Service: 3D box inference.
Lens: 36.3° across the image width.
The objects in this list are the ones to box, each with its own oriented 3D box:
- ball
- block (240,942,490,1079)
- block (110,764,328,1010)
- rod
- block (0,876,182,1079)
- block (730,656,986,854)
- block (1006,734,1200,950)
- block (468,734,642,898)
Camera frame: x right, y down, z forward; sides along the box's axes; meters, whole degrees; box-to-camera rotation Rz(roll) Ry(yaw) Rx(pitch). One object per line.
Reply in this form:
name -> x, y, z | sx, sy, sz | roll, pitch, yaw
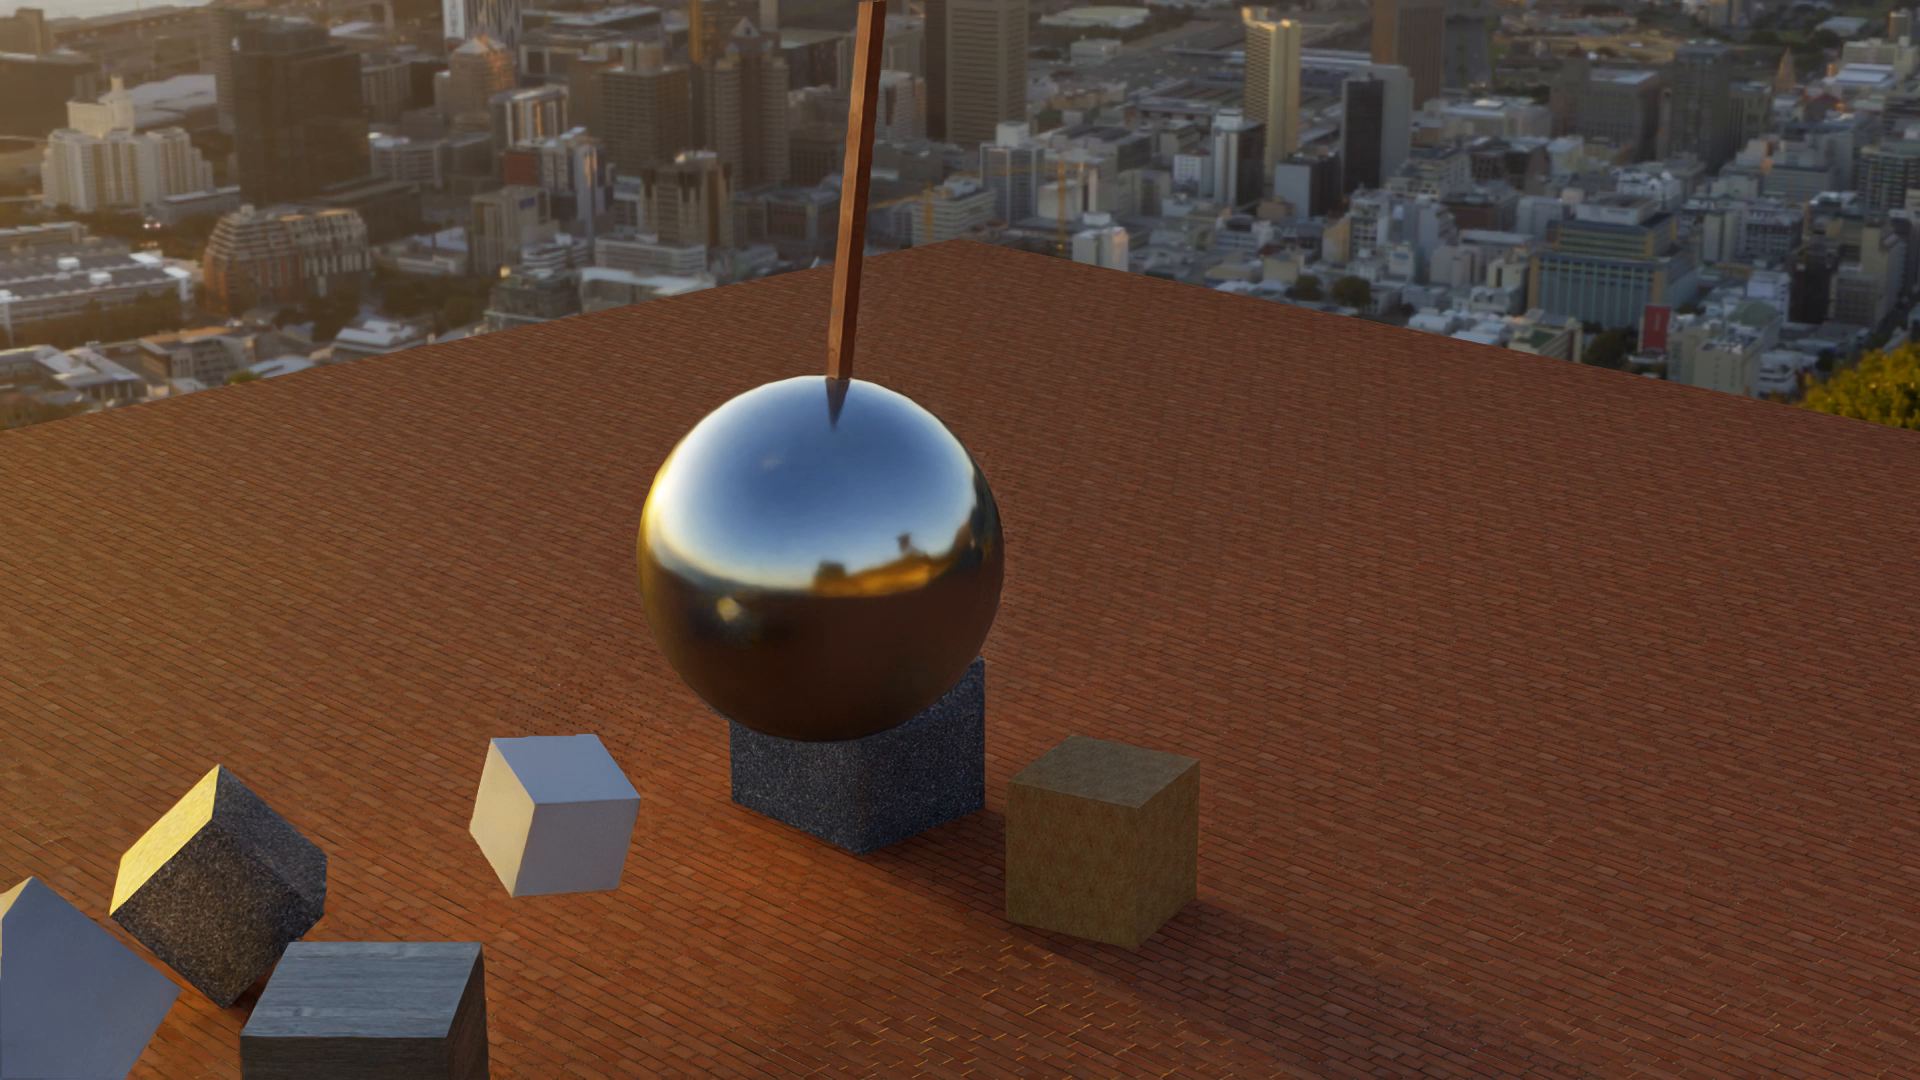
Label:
ball -> -0.604, 0.081, 12.735 | 1.600, 1.600, 1.600 | 0, 17, 0
block -> -2.194, 1.977, 10.914 | 0.736, 0.683, 0.783 | 0, 17, 1
block -> -3.099, 1.449, 12.306 | 0.586, 0.624, 0.619 | -43, 20, 4
rod -> -0.262, -3.232, 12.052 | 0.080, 5.200, 0.080 | 17, 16, 42
block -> -3.429, 1.789, 10.591 | 0.764, 0.685, 0.716 | -28, 27, 44
block -> -0.497, 0.921, 14.141 | 0.816, 0.763, 0.929 | -17, 24, -42
block -> 0.634, 1.329, 13.011 | 0.636, 0.662, 0.644 | 9, 20, 27
block -> -1.653, 1.118, 11.946 | 0.468, 0.449, 0.477 | 0, 30, -34
